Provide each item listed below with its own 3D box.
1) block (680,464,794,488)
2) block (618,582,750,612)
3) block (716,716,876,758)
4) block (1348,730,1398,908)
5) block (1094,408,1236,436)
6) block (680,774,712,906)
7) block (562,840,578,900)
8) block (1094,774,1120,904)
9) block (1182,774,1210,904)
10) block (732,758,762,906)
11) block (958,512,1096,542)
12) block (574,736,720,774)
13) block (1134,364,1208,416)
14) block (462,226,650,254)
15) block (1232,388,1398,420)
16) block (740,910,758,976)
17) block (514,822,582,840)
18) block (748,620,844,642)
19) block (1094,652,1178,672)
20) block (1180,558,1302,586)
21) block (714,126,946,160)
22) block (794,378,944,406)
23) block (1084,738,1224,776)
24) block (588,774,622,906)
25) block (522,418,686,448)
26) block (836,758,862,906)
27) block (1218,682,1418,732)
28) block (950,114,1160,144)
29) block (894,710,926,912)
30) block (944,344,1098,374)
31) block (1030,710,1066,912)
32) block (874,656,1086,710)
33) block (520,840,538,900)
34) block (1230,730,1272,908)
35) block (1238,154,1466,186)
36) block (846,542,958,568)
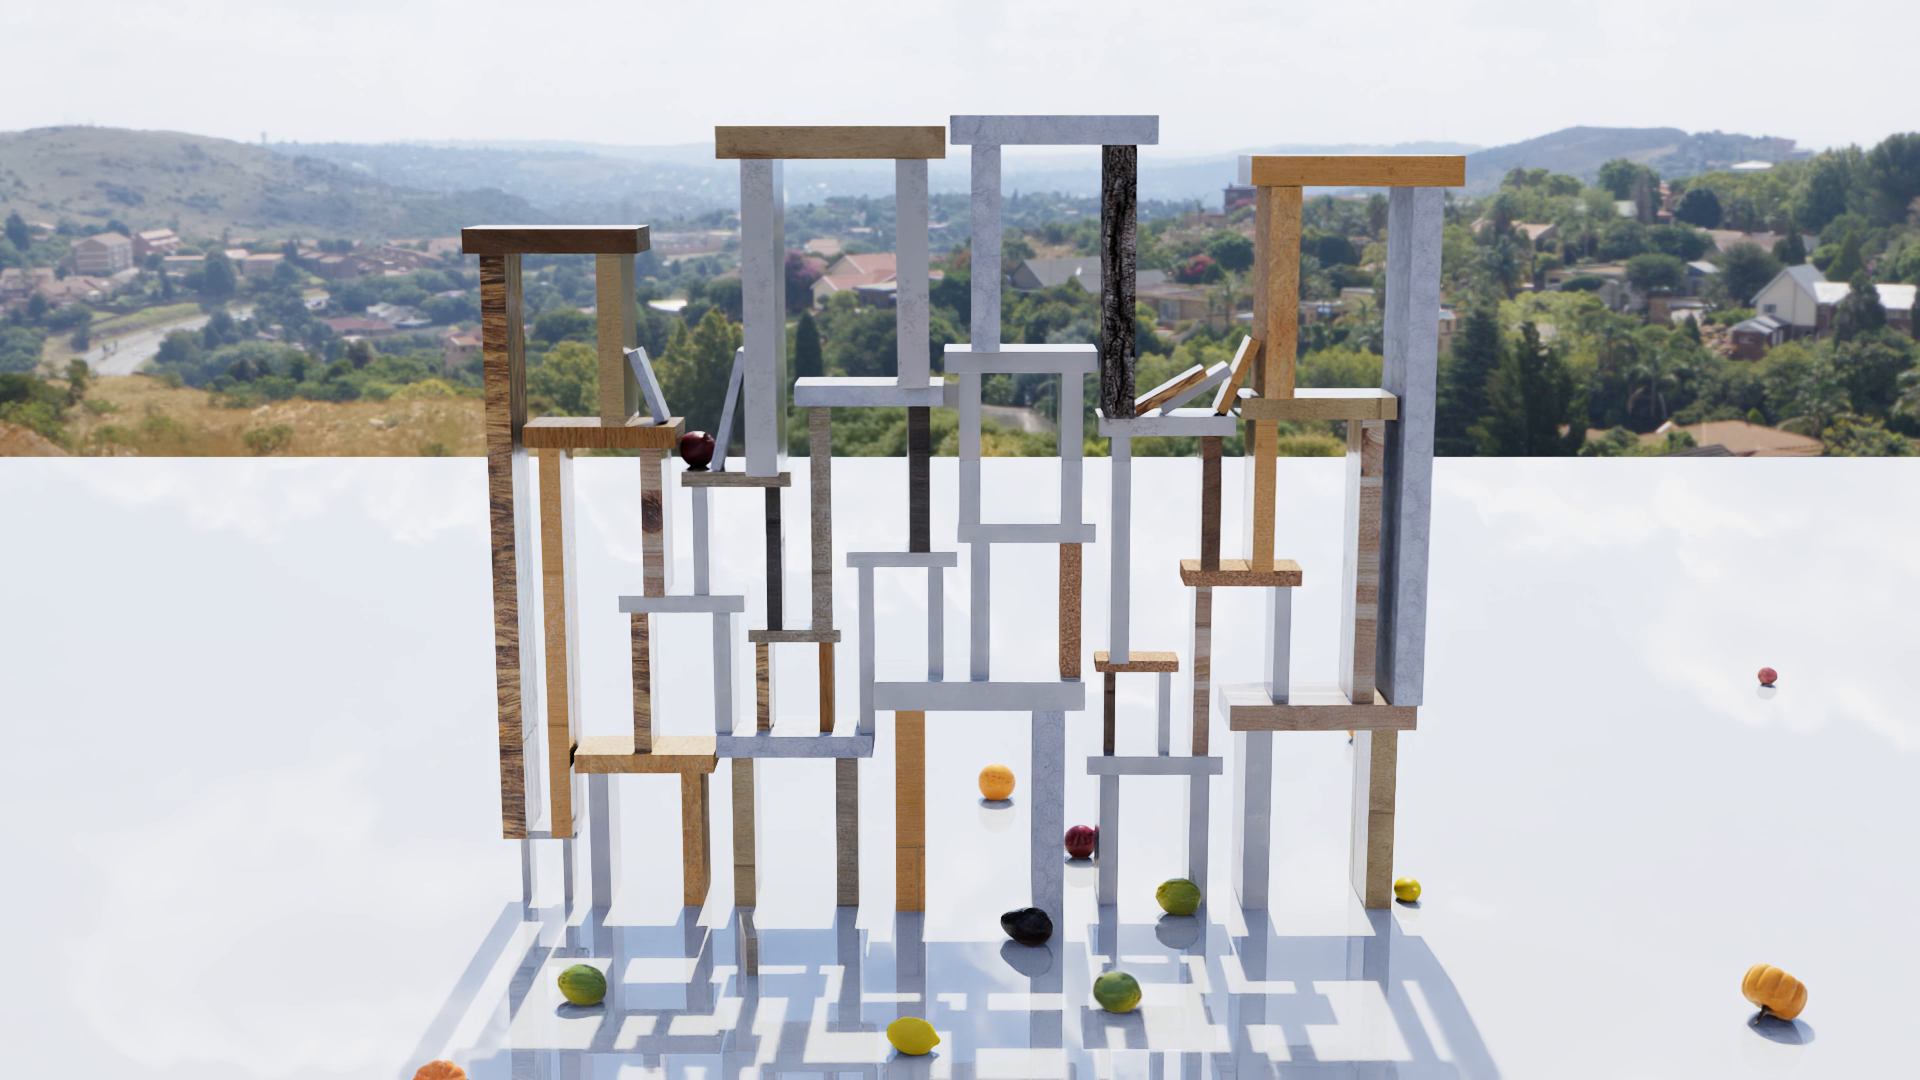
[{"bbox_3d":[-0.356,-0.104,3.540,0.175,0.025,0.087,0,11,0],"label":"block"},{"bbox_3d":[-0.448,0.094,3.578,0.202,0.029,0.101,0,11,-1],"label":"block"},{"bbox_3d":[-0.268,0.324,3.620,0.253,0.036,0.126,0,11,0],"label":"block"},{"bbox_3d":[0.684,0.441,3.643,0.043,0.301,0.151,0,11,0],"label":"block"},{"bbox_3d":[0.328,-0.189,3.529,0.217,0.031,0.108,0,11,0],"label":"block"},{"bbox_3d":[-0.437,0.480,3.645,0.032,0.226,0.113,0,11,0],"label":"block"},{"bbox_3d":[-0.648,0.539,3.658,0.015,0.104,0.052,0,11,0],"label":"block"},{"bbox_3d":[0.243,0.480,3.654,0.031,0.221,0.111,0,11,-1],"label":"block"},{"bbox_3d":[0.390,0.481,3.651,0.031,0.221,0.111,0,11,0],"label":"block"},{"bbox_3d":[-0.352,0.466,3.646,0.036,0.253,0.126,0,11,0],"label":"block"},{"bbox_3d":[0.106,-0.021,3.554,0.221,0.031,0.110,0,11,0],"label":"block"},{"bbox_3d":[-0.513,0.353,3.621,0.226,0.032,0.113,0,11,0],"label":"block"},{"bbox_3d":[0.333,-0.239,3.500,0.126,0.018,0.063,-29,9,5],"label":"block"},{"bbox_3d":[-0.635,-0.475,3.468,0.271,0.038,0.135,0,11,1],"label":"block"},{"bbox_3d":[0.564,-0.218,3.515,0.246,0.035,0.123,0,11,0],"label":"block"},{"bbox_3d":[-0.323,0.616,3.365,0.017,0.060,0.120,-2,11,-10],"label":"block"},{"bbox_3d":[-0.682,0.481,3.648,0.104,0.015,0.052,0,11,0],"label":"block"},{"bbox_3d":[-0.267,0.148,3.590,0.149,0.021,0.075,0,11,0],"label":"block"},{"bbox_3d":[0.288,0.199,3.601,0.134,0.019,0.067,0,11,1],"label":"block"},{"bbox_3d":[0.455,0.053,3.572,0.188,0.027,0.094,0,11,0],"label":"block"},{"bbox_3d":[-0.199,-0.623,3.441,0.352,0.050,0.176,0,11,-1],"label":"block"},{"bbox_3d":[-0.144,-0.238,3.525,0.235,0.033,0.117,0,11,0],"label":"block"},{"bbox_3d":[0.317,0.357,3.628,0.221,0.031,0.111,0,11,0],"label":"block"},{"bbox_3d":[-0.588,0.480,3.645,0.032,0.226,0.113,0,11,0],"label":"block"},{"bbox_3d":[-0.569,-0.172,3.523,0.240,0.034,0.120,0,11,0],"label":"block"},{"bbox_3d":[-0.184,0.466,3.646,0.036,0.253,0.126,0,11,0],"label":"block"},{"bbox_3d":[0.584,0.272,3.611,0.301,0.043,0.151,0,11,-1],"label":"block"},{"bbox_3d":[0.144,-0.642,3.444,0.319,0.045,0.159,0,11,-1],"label":"block"},{"bbox_3d":[-0.080,0.424,3.637,0.048,0.338,0.169,0,11,0],"label":"block"},{"bbox_3d":[0.096,-0.290,3.508,0.240,0.034,0.120,0,11,0],"label":"block"},{"bbox_3d":[0.145,0.424,3.637,0.048,0.337,0.169,0,11,0],"label":"block"},{"bbox_3d":[0.032,0.235,3.602,0.338,0.048,0.169,0,11,0],"label":"block"},{"bbox_3d":[-0.717,0.539,3.658,0.015,0.104,0.052,0,11,0],"label":"block"},{"bbox_3d":[0.483,0.441,3.644,0.043,0.301,0.151,0,11,0],"label":"block"},{"bbox_3d":[0.610,-0.580,3.450,0.328,0.046,0.164,0,11,0],"label":"block"},{"bbox_3d":[-0.094,0.023,3.565,0.178,0.025,0.089,0,11,-2],"label":"block"}]
